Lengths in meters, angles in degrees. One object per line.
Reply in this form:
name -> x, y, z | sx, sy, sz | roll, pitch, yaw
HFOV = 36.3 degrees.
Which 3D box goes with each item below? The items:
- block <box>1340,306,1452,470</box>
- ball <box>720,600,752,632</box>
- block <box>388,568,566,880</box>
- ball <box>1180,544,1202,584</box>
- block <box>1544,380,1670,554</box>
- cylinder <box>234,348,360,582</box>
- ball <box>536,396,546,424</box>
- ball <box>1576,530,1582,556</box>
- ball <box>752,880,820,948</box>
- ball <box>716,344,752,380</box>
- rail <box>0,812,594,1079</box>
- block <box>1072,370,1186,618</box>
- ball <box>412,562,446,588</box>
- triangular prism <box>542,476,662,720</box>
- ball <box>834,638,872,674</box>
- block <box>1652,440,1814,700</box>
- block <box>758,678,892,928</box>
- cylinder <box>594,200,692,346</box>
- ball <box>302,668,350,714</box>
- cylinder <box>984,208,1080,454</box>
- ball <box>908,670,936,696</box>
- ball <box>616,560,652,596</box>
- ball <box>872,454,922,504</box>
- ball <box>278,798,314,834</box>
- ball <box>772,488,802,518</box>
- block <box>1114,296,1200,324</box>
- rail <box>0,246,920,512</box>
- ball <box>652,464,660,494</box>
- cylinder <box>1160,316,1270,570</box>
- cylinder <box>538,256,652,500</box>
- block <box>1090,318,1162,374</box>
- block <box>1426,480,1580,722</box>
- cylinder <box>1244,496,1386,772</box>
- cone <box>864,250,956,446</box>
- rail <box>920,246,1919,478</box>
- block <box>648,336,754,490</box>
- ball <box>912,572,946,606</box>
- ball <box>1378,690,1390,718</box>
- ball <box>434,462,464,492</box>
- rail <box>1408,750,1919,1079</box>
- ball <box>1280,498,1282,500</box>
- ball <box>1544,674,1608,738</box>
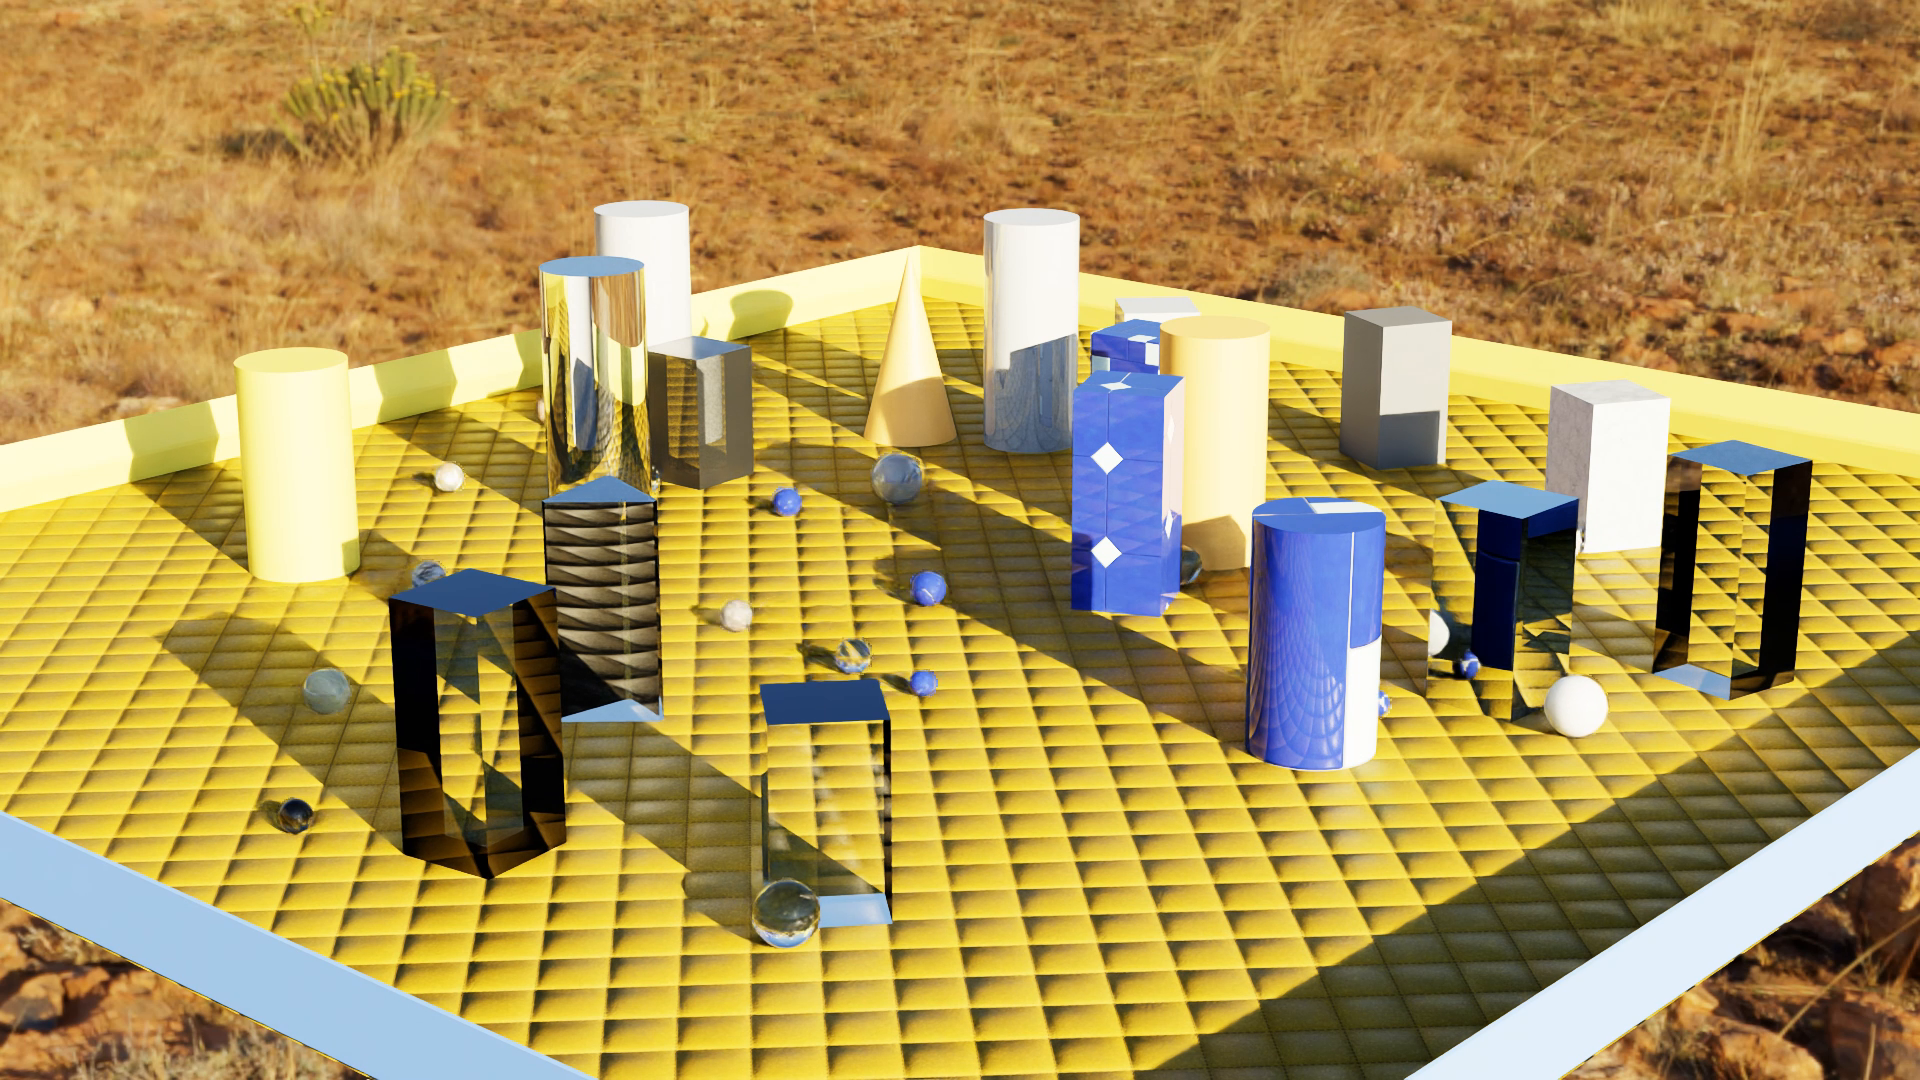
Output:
block -> 0.886, -0.311, 5.972 | 0.157, 0.295, 0.157 | -7, 18, -21
ball -> -0.376, 0.127, 4.935 | 0.054, 0.054, 0.054 | 0, 17, 0
block -> -0.654, 0.248, 3.987 | 0.157, 0.371, 0.157 | 11, 20, 32
ball -> 0.393, 0.043, 5.187 | 0.069, 0.069, 0.069 | 0, 17, 0
block -> 1.193, -0.138, 5.421 | 0.157, 0.281, 0.157 | -5, 18, -17
cylinder -> -1.183, -0.135, 5.239 | 0.197, 0.382, 0.197 | 0, 17, 0
ball -> -0.874, -0.278, 6.261 | 0.066, 0.066, 0.066 | 0, 17, 0
ball -> 1.070, 0.002, 5.280 | 0.095, 0.095, 0.095 | 0, 17, 0
ball -> -0.221, 0.475, 3.724 | 0.088, 0.088, 0.088 | 0, 17, 0
ball -> -0.513, -0.403, 6.644 | 0.083, 0.083, 0.083 | 0, 17, 0
rail -> -1.183, 0.425, 3.816 | 3.449, 0.128, 0.045 | 14, 22, 39
block -> 0.290, -0.081, 5.050 | 0.157, 0.387, 0.157 | 5, 17, 16
ball -> -0.929, 0.067, 5.126 | 0.059, 0.059, 0.059 | 0, 17, 0
triangular prism -> -0.546, 0.089, 4.546 | 0.170, 0.352, 0.148 | 0, 17, -1
ball -> -0.173, 0.187, 4.729 | 0.059, 0.059, 0.059 | 0, 17, 0
block -> 1.227, 0.046, 4.664 | 0.157, 0.367, 0.157 | -12, 20, -34
block -> -0.176, 0.343, 3.826 | 0.157, 0.281, 0.157 | -2, 17, -7
cylinder -> -0.663, -0.462, 6.165 | 0.197, 0.473, 0.197 | 0, 17, 0
ball -> -0.983, 0.235, 4.547 | 0.072, 0.072, 0.072 | 0, 17, 0
cylinder -> 0.147, -0.434, 6.069 | 0.197, 0.474, 0.197 | 0, 17, 0
ball -> -0.060, 0.226, 4.629 | 0.042, 0.042, 0.042 | 0, 17, 0
ball -> -0.570, 0.066, 5.120 | 0.065, 0.065, 0.065 | 0, 17, 0
ball -> -0.122, -0.118, 5.673 | 0.098, 0.098, 0.098 | 0, 17, 0
ball -> -0.926, 0.385, 4.090 | 0.048, 0.048, 0.048 | 0, 17, 0
ball -> -0.330, -0.071, 5.592 | 0.055, 0.055, 0.055 | 0, 17, 0
block -> 0.413, -0.363, 6.184 | 0.157, 0.271, 0.157 | -1, 17, -4
rail -> -1.284, -0.290, 6.188 | 0.045, 0.128, 3.655 | 14, 22, 39
ball -> -0.624, -0.120, 5.719 | 0.076, 0.076, 0.076 | 0, 17, 0
cylinder -> 0.456, -0.177, 5.304 | 0.197, 0.424, 0.197 | 0, 17, 0
cylinder -> -0.685, -0.277, 5.528 | 0.197, 0.486, 0.197 | 0, 17, 0
block -> 0.366, -0.263, 5.790 | 0.157, 0.308, 0.157 | 12, 20, 34
block -> 0.846, 0.093, 4.576 | 0.157, 0.327, 0.157 | 15, 23, 41
cylinder -> 0.528, 0.138, 4.362 | 0.197, 0.364, 0.197 | 0, 17, 0
cone -> -0.105, -0.413, 6.130 | 0.197, 0.399, 0.197 | 0, 17, 0
rail -> 1.183, -0.361, 6.424 | 3.449, 0.128, 0.045 | 14, 22, 39
block -> -0.525, -0.255, 5.844 | 0.157, 0.262, 0.157 | 13, 21, 37
ball -> -0.054, 0.084, 5.066 | 0.061, 0.061, 0.061 | 0, 17, 0
ball -> 0.643, 0.252, 4.537 | 0.044, 0.044, 0.044 | 0, 17, 0
ball -> -1.004, -0.123, 5.759 | 0.058, 0.058, 0.058 | 0, 17, 0
rail -> 1.284, 0.354, 4.052 | 0.045, 0.128, 3.655 | 14, 22, 39
ball -> 0.601, -0.046, 5.496 | 0.062, 0.062, 0.062 | 0, 17, 0
ball -> 0.935, 0.252, 4.451 | 0.095, 0.095, 0.095 | 0, 17, 0
